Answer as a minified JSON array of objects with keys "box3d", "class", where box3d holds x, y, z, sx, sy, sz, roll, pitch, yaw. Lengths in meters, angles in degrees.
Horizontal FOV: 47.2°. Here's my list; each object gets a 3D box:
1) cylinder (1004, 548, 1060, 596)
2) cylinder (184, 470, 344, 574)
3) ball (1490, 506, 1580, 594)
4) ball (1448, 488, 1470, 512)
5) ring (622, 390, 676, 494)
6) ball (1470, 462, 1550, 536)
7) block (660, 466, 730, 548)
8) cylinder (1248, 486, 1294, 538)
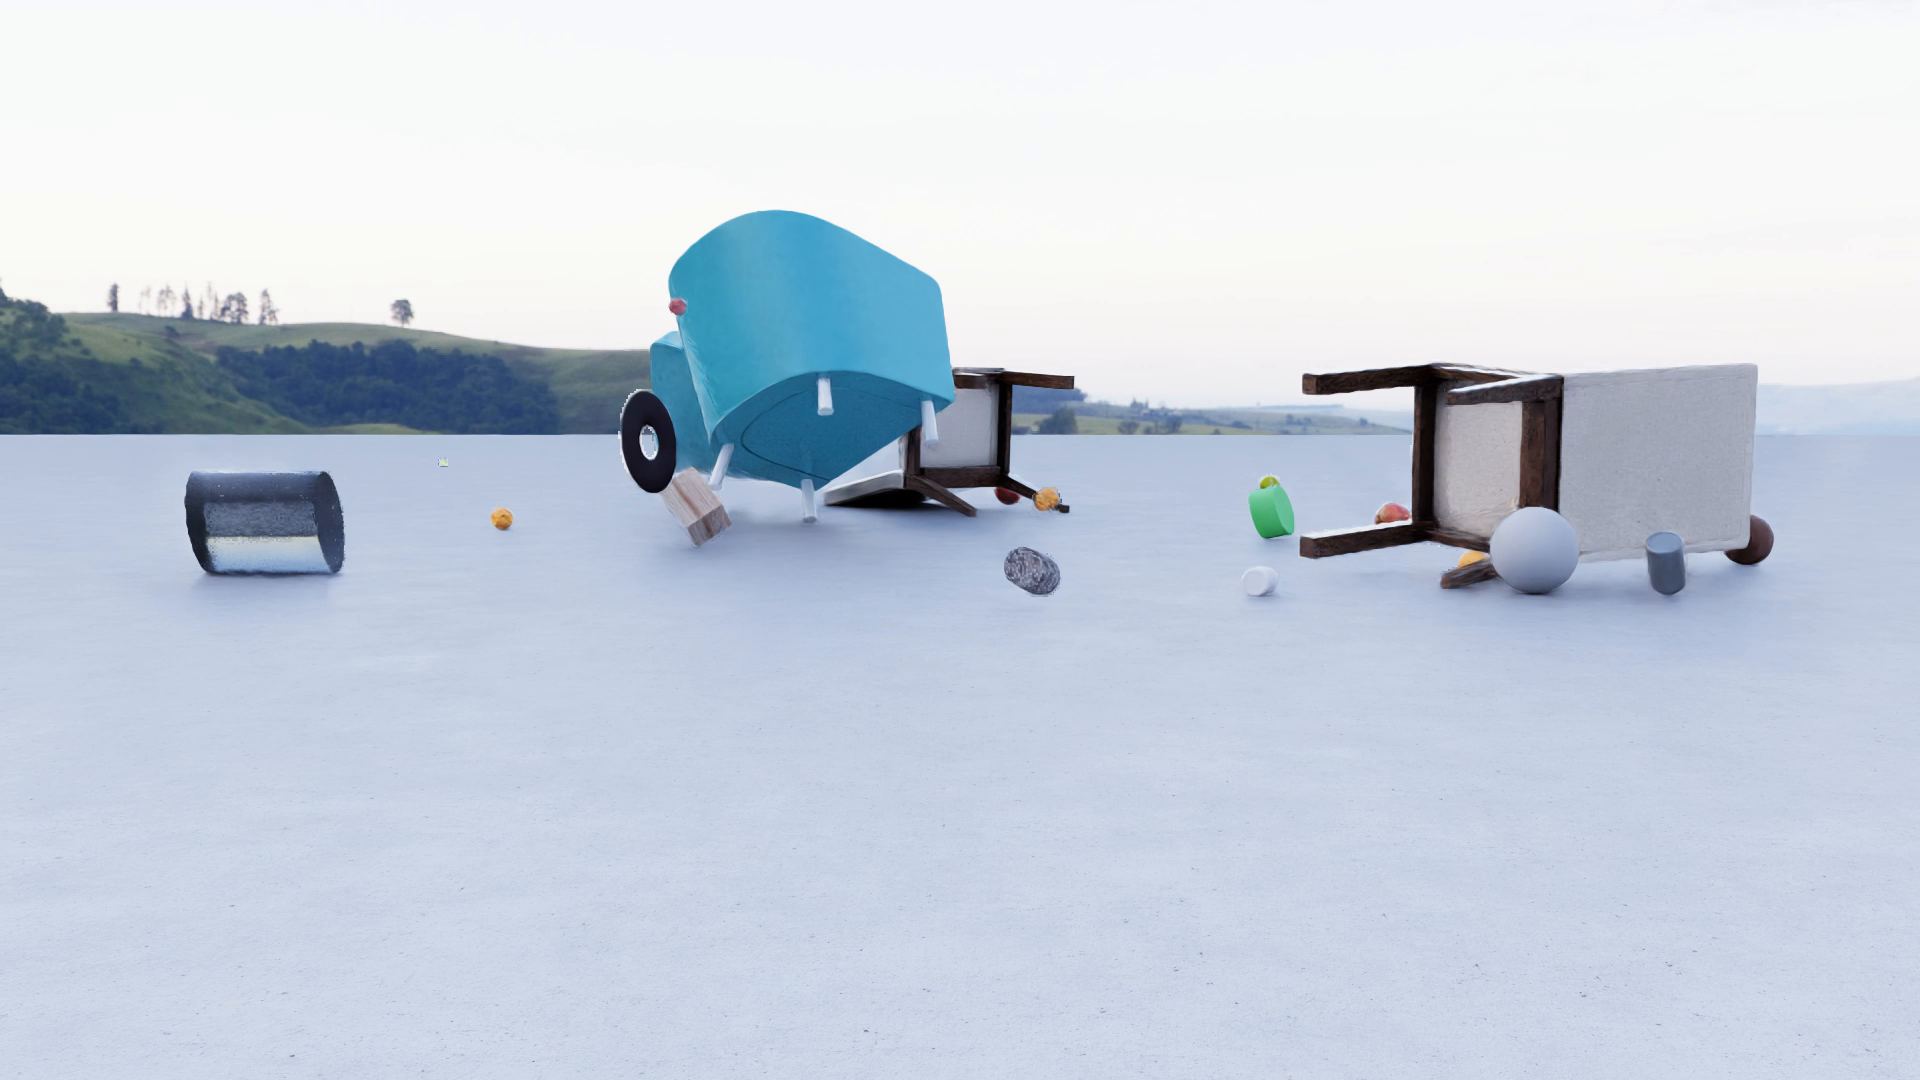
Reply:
[{"box3d":[0.146,0.064,4.434,0.090,0.080,0.082,35,5,30],"class":"cylinder"},{"box3d":[-1.678,-0.043,5.320,0.308,0.289,0.191,0,44,1],"class":"cylinder"},{"box3d":[1.263,0.022,4.831,0.191,0.191,0.191,0,4,0],"class":"ball"},{"box3d":[1.828,-0.145,8.037,0.085,0.085,0.085,0,4,0],"class":"ball"},{"box3d":[-0.856,-0.269,6.051,0.152,0.285,0.040,-8,4,-19],"class":"ring"},{"box3d":[1.637,-0.118,6.550,0.234,0.234,0.234,0,4,0],"class":"ball"},{"box3d":[-0.751,-0.094,6.223,0.119,0.162,0.116,-34,-28,-10],"class":"block"},{"box3d":[0.931,-0.083,6.561,0.084,0.154,0.106,-13,18,34],"class":"cylinder"}]
